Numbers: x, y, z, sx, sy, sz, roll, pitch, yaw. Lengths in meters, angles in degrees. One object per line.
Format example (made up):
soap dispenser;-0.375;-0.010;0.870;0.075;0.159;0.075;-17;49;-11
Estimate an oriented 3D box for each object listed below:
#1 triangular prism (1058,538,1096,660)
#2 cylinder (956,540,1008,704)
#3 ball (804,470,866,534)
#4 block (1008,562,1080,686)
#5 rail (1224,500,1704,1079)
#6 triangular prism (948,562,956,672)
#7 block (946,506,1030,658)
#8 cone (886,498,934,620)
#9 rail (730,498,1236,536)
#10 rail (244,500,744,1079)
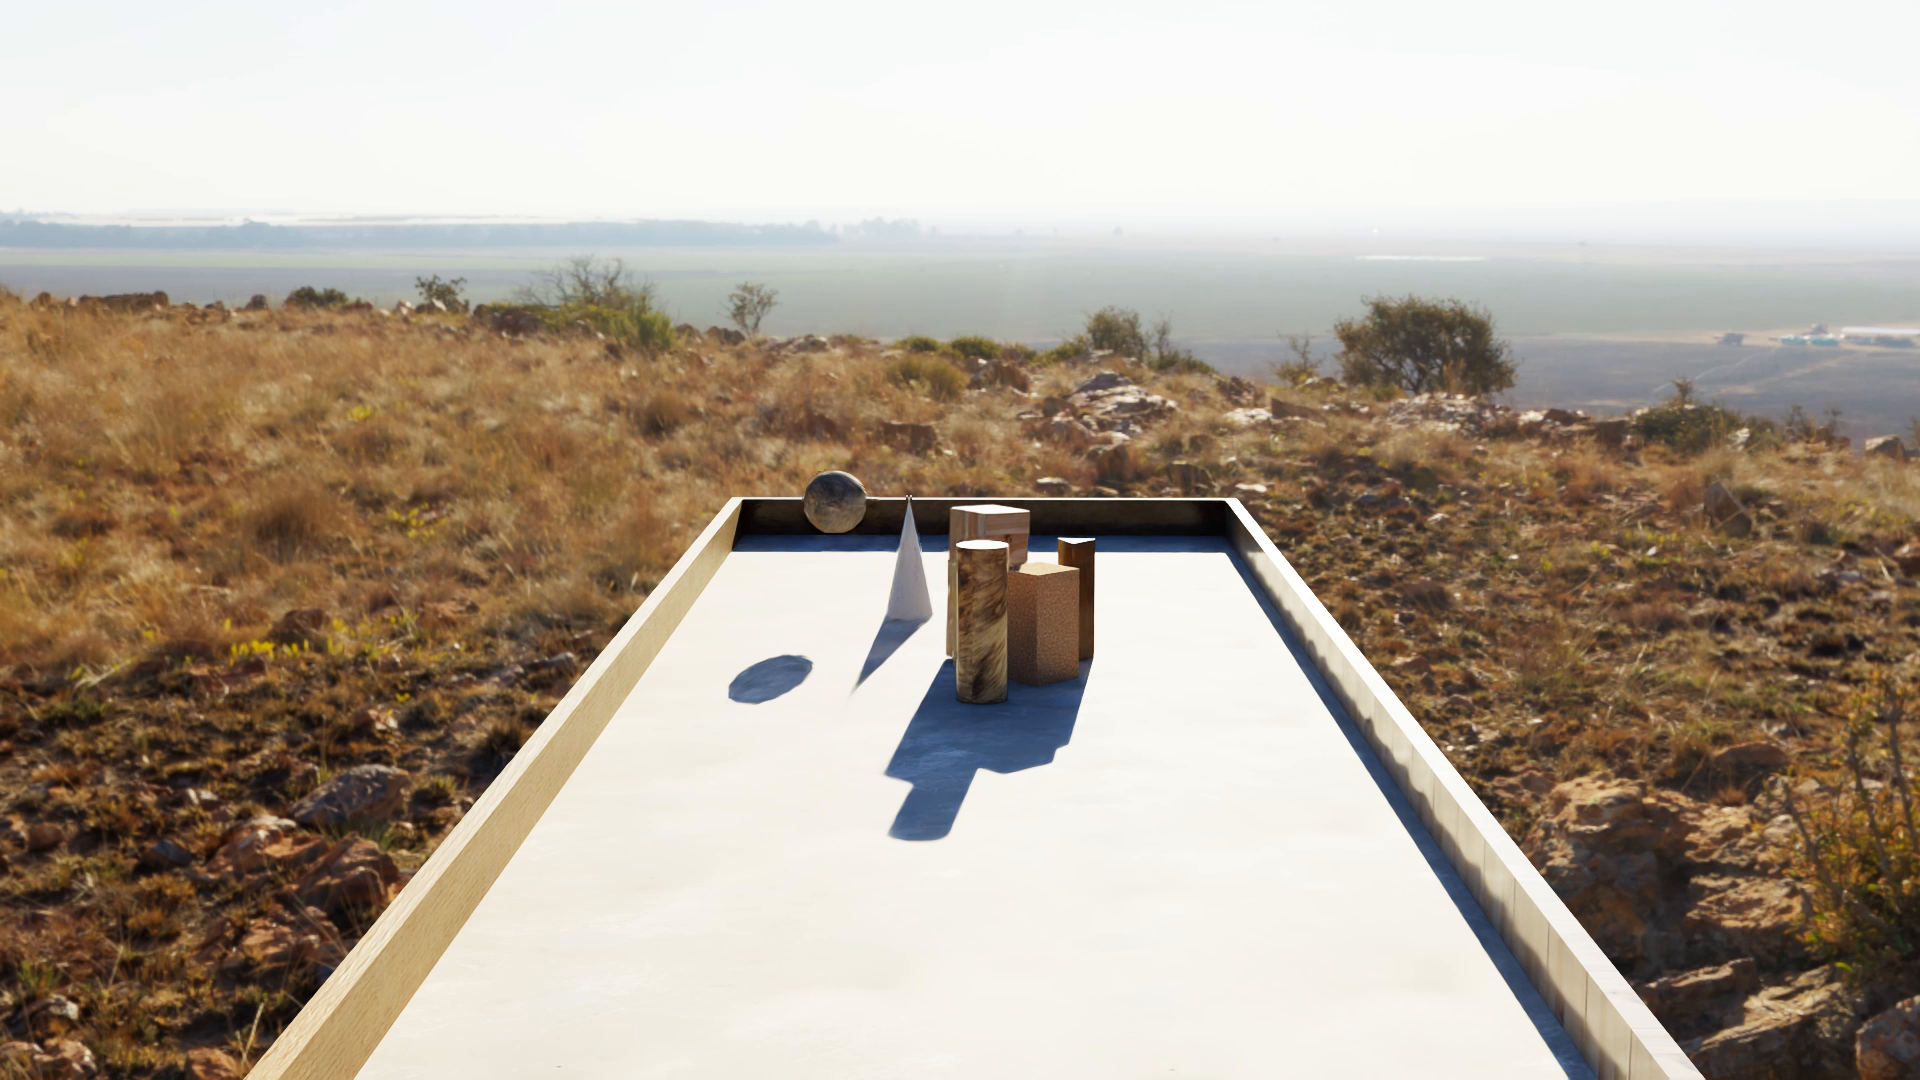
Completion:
triangular prism;0.338;0.180;6.707;0.097;0.366;0.112;7;12;38
cylinder;0.062;0.230;6.152;0.144;0.440;0.144;0;9;0
ball;-0.425;-0.129;7.483;0.217;0.217;0.217;0;9;0
block;0.228;0.244;6.430;0.170;0.326;0.170;-8;12;-41
rail;1.046;0.843;3.208;0.050;0.150;12.000;0;9;1
triangular prism;0.027;0.225;6.545;0.089;0.323;0.078;-1;8;19
block;0.083;0.133;6.691;0.171;0.456;0.171;-4;10;-40
cone;-0.170;0.056;7.378;0.164;0.401;0.164;0;9;0
rail;0.099;-0.098;9.147;2.100;0.150;0.050;0;9;1
rail;-1.004;0.839;3.234;0.050;0.150;12.000;0;9;1
